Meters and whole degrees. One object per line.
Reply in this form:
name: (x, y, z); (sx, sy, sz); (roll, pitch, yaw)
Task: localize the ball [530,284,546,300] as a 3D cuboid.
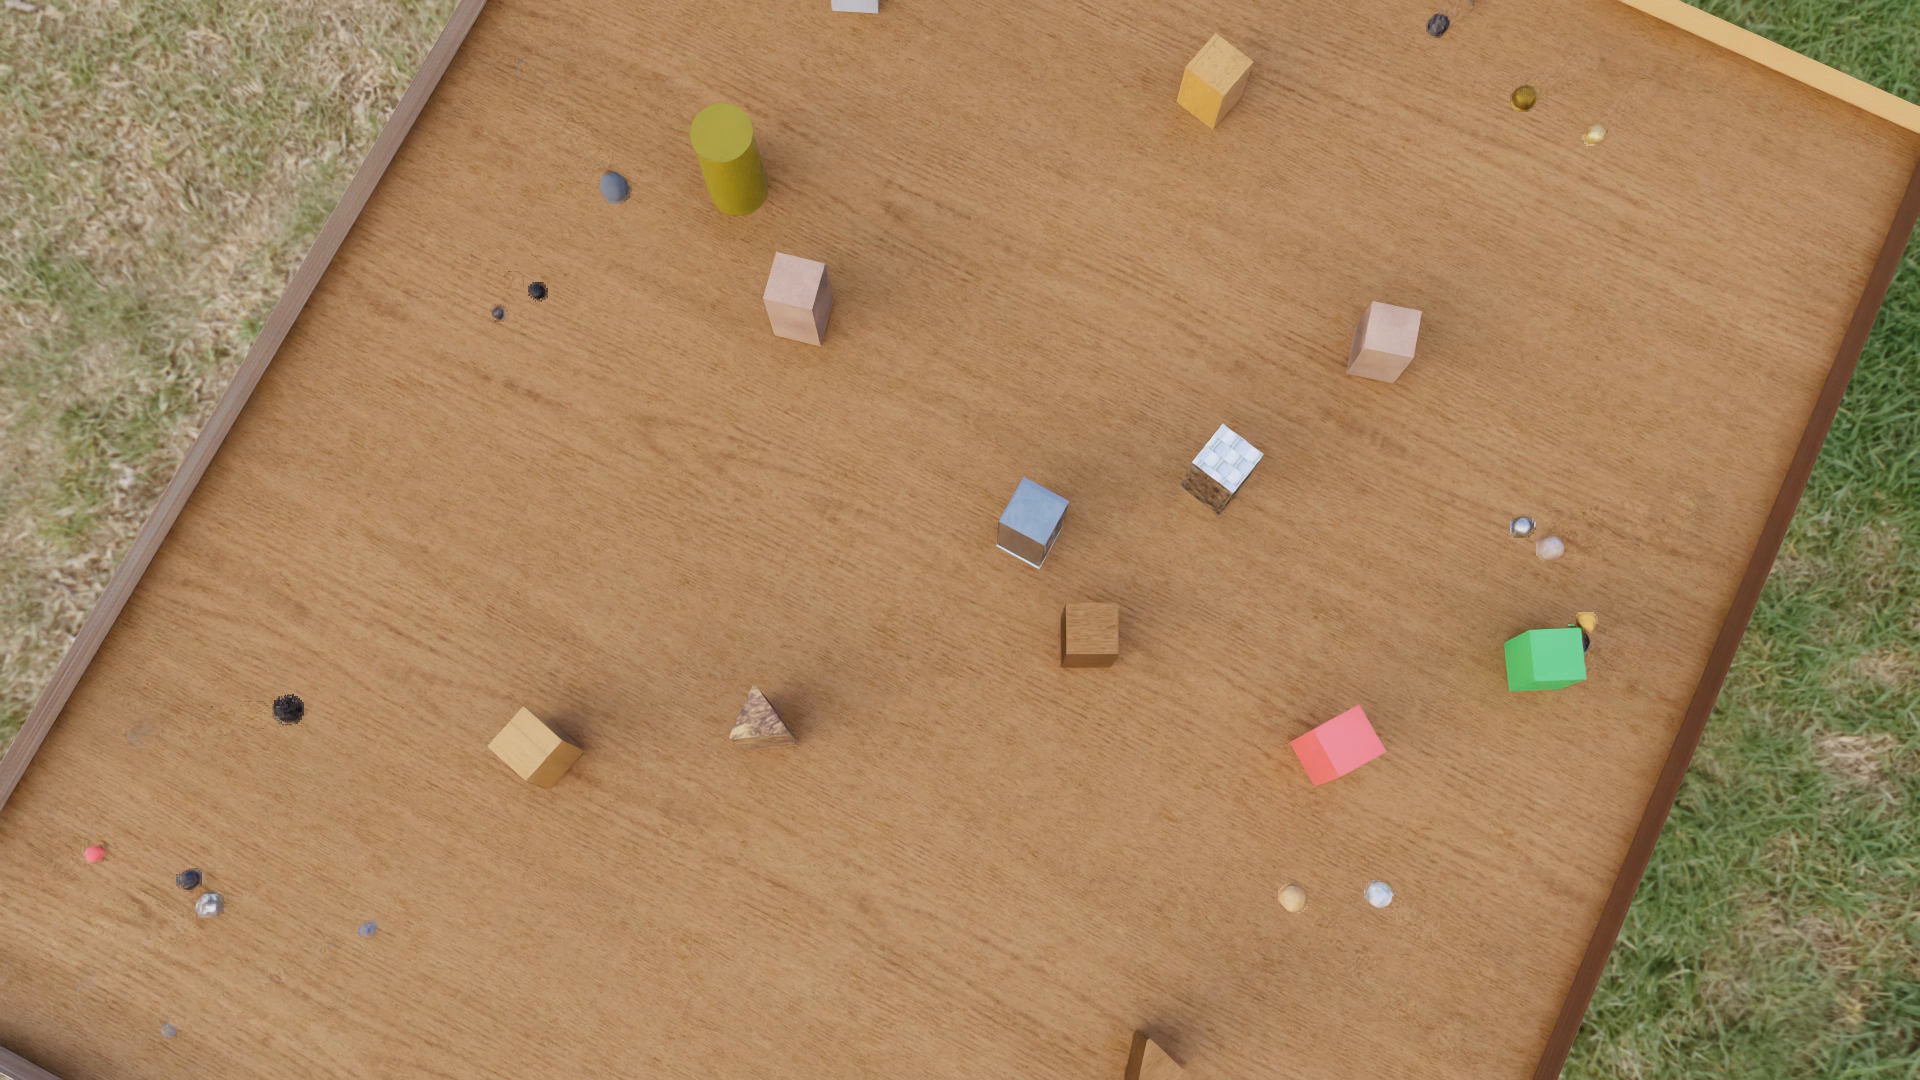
ball: (-1.326, -0.779, 5.753); (0.047, 0.047, 0.047); (0, 78, 0)

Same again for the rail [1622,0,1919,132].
rail: (1.150, -2.246, 6.018); (4.420, 0.122, 0.045); (26, 80, 5)

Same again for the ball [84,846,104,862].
ball: (-2.552, 0.925, 5.400); (0.050, 0.050, 0.050); (0, 78, 0)

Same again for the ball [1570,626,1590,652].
ball: (1.844, 0.306, 5.506); (0.092, 0.092, 0.092); (0, 78, 0)

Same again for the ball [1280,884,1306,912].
ball: (0.975, 1.048, 5.360); (0.079, 0.079, 0.079); (0, 78, 0)

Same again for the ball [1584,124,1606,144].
ball: (2.027, -1.294, 5.851); (0.065, 0.065, 0.065); (0, 78, 0)

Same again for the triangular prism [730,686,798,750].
triangular prism: (-0.571, 0.515, 5.322); (0.162, 0.368, 0.141); (-6, 78, -1)

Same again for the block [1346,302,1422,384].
block: (1.294, -0.602, 5.606); (0.150, 0.264, 0.150); (12, 79, 2)

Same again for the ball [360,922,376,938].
ball: (-1.731, 1.138, 5.358); (0.046, 0.046, 0.046); (0, 78, 0)

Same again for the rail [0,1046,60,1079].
rail: (-1.150, 2.259, 5.086); (4.420, 0.122, 0.045); (26, 80, 5)

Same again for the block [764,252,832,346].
block: (-0.491, -0.731, 5.590); (0.150, 0.348, 0.150); (14, 79, 3)

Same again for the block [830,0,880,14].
block: (-0.337, -1.820, 5.860); (0.150, 0.260, 0.150); (4, 78, 1)

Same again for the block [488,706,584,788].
block: (-1.229, 0.606, 5.328); (0.150, 0.318, 0.150); (40, 81, 8)

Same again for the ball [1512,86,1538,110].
ball: (1.809, -1.417, 5.870); (0.078, 0.078, 0.078); (0, 78, 0)

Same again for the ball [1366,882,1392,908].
ball: (1.229, 1.038, 5.364); (0.075, 0.075, 0.075); (0, 78, 0)

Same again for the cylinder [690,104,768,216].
cylinder: (-0.708, -1.165, 5.642); (0.187, 0.421, 0.187); (0, 78, 0)

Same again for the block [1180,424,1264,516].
block: (0.784, -0.209, 5.506); (0.150, 0.300, 0.150); (38, 81, 7)

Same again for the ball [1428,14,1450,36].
ball: (1.547, -1.668, 5.927); (0.068, 0.068, 0.068); (0, 78, 0)

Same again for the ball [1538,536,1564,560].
ball: (1.796, 0.025, 5.572); (0.077, 0.077, 0.077); (0, 78, 0)

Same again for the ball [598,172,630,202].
ball: (-1.095, -1.117, 5.800); (0.094, 0.094, 0.094); (0, 78, 0)

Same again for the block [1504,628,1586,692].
block: (1.726, 0.356, 5.414); (0.150, 0.252, 0.150); (-3, 78, -1)

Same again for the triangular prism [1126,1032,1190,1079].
triangular prism: (0.530, 1.453, 5.126); (0.162, 0.371, 0.141); (-16, 79, -3)

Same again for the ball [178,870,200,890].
ball: (-2.263, 0.998, 5.380); (0.060, 0.060, 0.060); (0, 78, 0)

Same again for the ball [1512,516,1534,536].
ball: (1.716, -0.042, 5.593); (0.063, 0.063, 0.063); (0, 78, 0)

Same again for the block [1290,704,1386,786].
block: (1.089, 0.598, 5.303); (0.150, 0.372, 0.150); (-28, 80, -5)

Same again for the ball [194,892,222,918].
ball: (-2.195, 1.068, 5.357); (0.076, 0.076, 0.076); (0, 78, 0)

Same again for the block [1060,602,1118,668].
block: (0.380, 0.283, 5.411); (0.150, 0.287, 0.150); (0, 78, 0)

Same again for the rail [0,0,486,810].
rail: (-1.955, -0.951, 5.750); (0.045, 0.122, 5.191); (26, 80, 5)

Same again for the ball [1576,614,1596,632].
ball: (1.892, 0.250, 5.534); (0.059, 0.059, 0.059); (0, 78, 0)

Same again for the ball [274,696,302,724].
ball: (-2.006, 0.508, 5.471); (0.079, 0.079, 0.079); (0, 78, 0)

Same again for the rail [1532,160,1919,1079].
rail: (1.955, 0.964, 5.354); (0.045, 0.122, 5.191); (26, 80, 5)

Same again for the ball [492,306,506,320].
ball: (-1.447, -0.711, 5.743); (0.041, 0.041, 0.041); (0, 78, 0)

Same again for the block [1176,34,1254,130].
block: (0.803, -1.446, 5.790); (0.150, 0.246, 0.150); (39, 81, 7)

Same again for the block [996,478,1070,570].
block: (0.213, -0.047, 5.443); (0.150, 0.359, 0.150); (28, 80, 6)
